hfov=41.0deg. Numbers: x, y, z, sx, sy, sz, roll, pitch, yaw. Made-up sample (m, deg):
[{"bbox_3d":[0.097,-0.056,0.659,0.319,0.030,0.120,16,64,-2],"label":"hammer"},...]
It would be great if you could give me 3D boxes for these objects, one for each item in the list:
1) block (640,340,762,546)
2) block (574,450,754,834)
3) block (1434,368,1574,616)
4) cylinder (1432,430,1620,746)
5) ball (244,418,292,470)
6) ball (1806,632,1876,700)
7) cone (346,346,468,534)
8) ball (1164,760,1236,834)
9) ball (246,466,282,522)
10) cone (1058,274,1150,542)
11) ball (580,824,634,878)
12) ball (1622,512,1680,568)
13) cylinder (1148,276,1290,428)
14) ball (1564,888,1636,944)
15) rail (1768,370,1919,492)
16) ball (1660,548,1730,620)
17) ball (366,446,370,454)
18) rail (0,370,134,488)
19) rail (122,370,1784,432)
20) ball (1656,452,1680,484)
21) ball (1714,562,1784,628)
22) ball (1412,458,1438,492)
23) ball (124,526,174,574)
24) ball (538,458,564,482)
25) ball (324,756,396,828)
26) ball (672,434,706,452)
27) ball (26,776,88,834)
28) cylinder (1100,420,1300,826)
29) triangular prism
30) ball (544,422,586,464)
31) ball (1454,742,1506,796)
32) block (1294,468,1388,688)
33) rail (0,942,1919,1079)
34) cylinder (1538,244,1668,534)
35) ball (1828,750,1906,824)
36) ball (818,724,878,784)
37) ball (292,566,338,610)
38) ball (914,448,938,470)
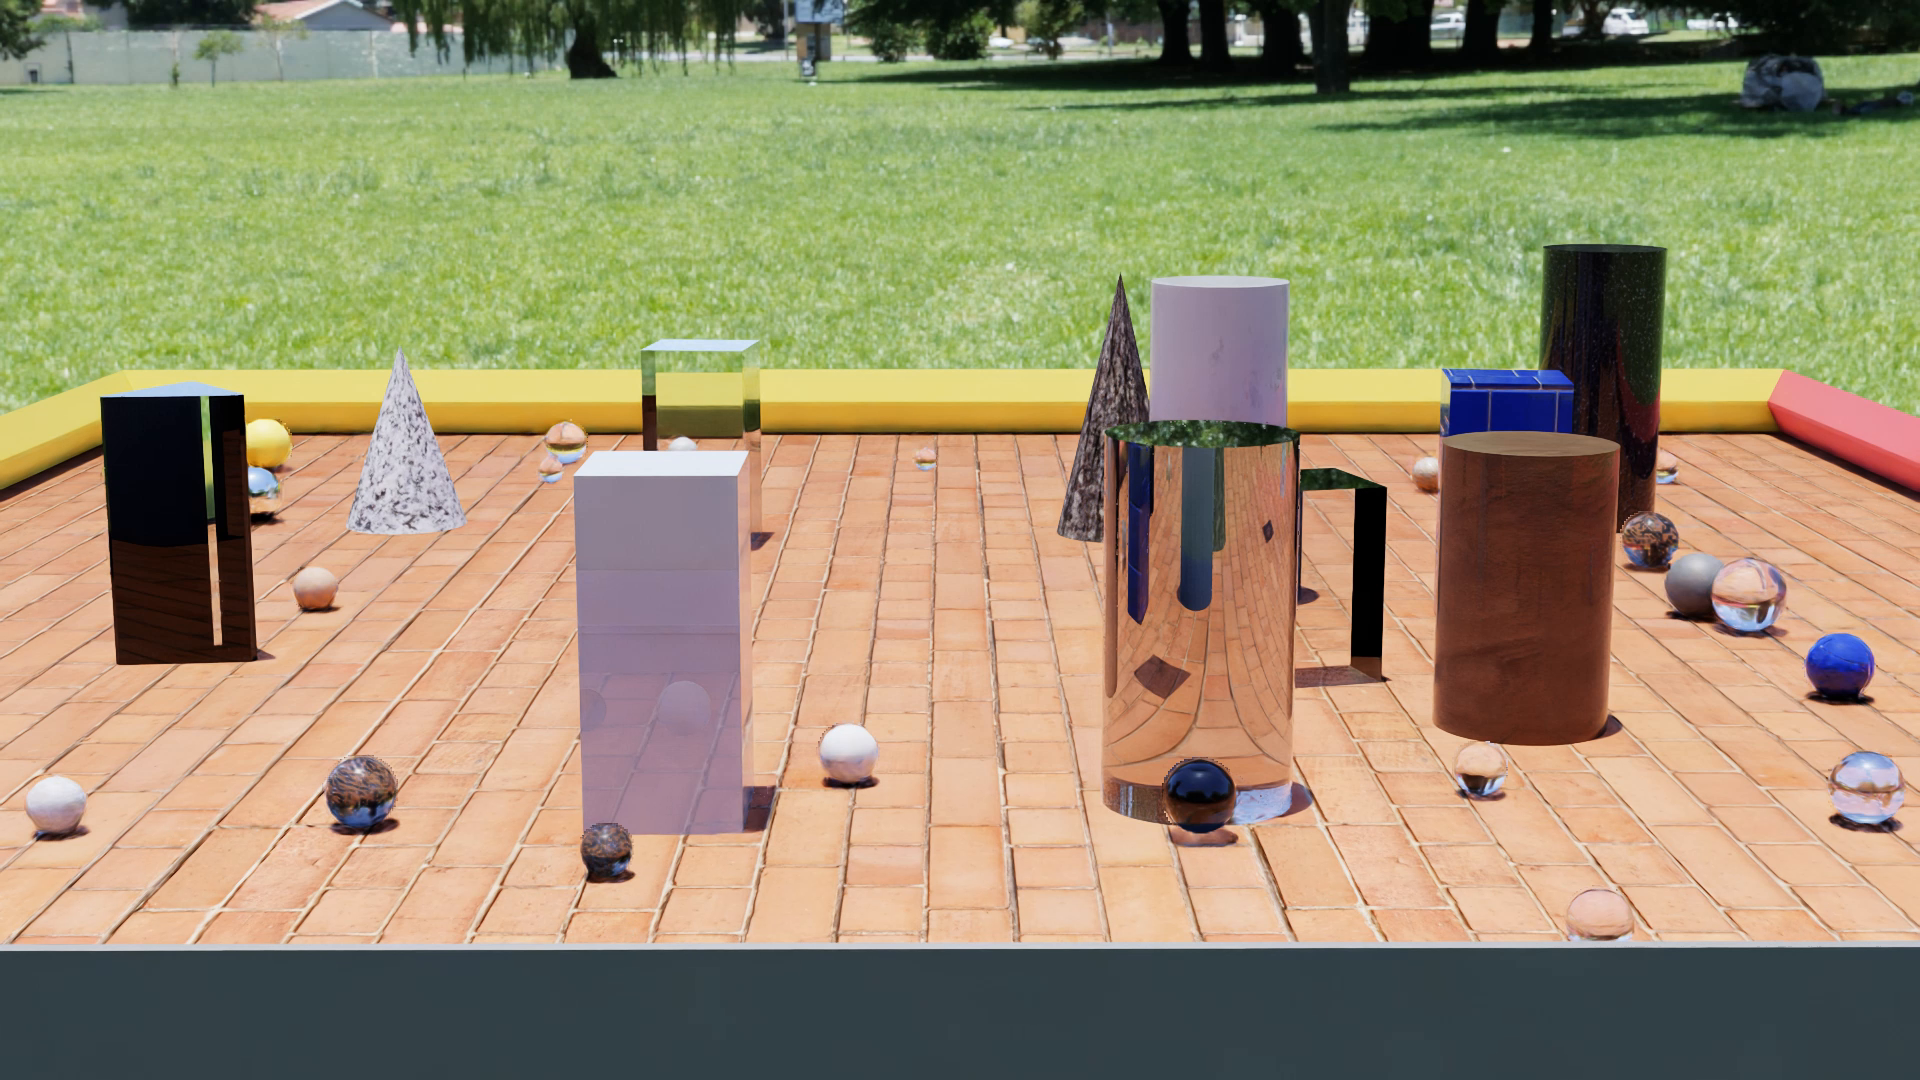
[{"bbox_3d":[-0.393,-0.147,3.924,0.153,0.304,0.153,1,11,5],"label":"block"},{"bbox_3d":[-0.284,0.097,2.496,0.153,0.347,0.153,0,11,-1],"label":"block"},{"bbox_3d":[0.705,-0.050,3.342,0.153,0.327,0.153,1,11,6],"label":"block"},{"bbox_3d":[0.624,0.050,2.835,0.191,0.316,0.191,0,11,0],"label":"cylinder"},{"bbox_3d":[-1.257,-0.173,4.639,0.093,0.093,0.093,0,11,0],"label":"ball"},{"bbox_3d":[1.019,0.146,2.971,0.077,0.077,0.077,0,11,0],"label":"ball"},{"bbox_3d":[-0.885,-0.168,4.078,0.191,0.288,0.191,0,11,0],"label":"cone"},{"bbox_3d":[0.228,0.243,2.435,0.069,0.069,0.069,0,11,0],"label":"ball"},{"bbox_3d":[-1.132,-0.073,4.114,0.089,0.089,0.089,0,11,0],"label":"ball"},{"bbox_3d":[0.247,-0.213,3.993,0.191,0.409,0.191,0,11,0],"label":"cone"},{"bbox_3d":[-0.320,0.282,2.323,0.047,0.047,0.047,0,11,0],"label":"ball"},{"bbox_3d":[1.007,0.000,3.742,0.081,0.081,0.081,0,11,0],"label":"ball"},{"bbox_3d":[0.358,-0.144,3.565,0.191,0.430,0.191,0,11,0],"label":"cylinder"},{"bbox_3d":[0.528,0.316,2.116,0.056,0.056,0.056,0,11,0],"label":"ball"},{"bbox_3d":[1.629,0.030,3.458,0.045,0.124,3.382,0,11,0],"label":"rail"},{"bbox_3d":[0.982,0.060,3.412,0.095,0.095,0.095,0,11,0],"label":"ball"},{"bbox_3d":[-1.045,-0.155,4.643,0.056,0.056,0.056,0,11,0],"label":"ball"},{"bbox_3d":[-1.629,0.034,3.440,0.045,0.124,3.382,0,11,0],"label":"rail"},{"bbox_3d":[-0.010,-0.273,5.088,3.306,0.124,0.045,0,11,0],"label":"rail"},{"bbox_3d":[1.229,-0.127,4.490,0.058,0.058,0.058,0,11,0],"label":"ball"},{"bbox_3d":[1.022,0.071,3.324,0.085,0.085,0.085,0,11,0],"label":"ball"},{"bbox_3d":[0.806,-0.112,4.403,0.060,0.060,0.060,0,11,0],"label":"ball"},{"bbox_3d":[-1.170,0.014,3.704,0.068,0.068,0.068,0,11,0],"label":"ball"},{"bbox_3d":[-0.717,-0.122,4.500,0.045,0.045,0.045,0,11,0],"label":"ball"},{"bbox_3d":[-0.578,0.243,2.474,0.068,0.068,0.068,0,11,0],"label":"ball"},{"bbox_3d":[-0.494,-0.164,4.677,0.061,0.061,0.061,0,11,0],"label":"ball"},{"bbox_3d":[-0.864,0.253,2.452,0.056,0.056,0.056,0,11,0],"label":"ball"},{"bbox_3d":[0.236,0.078,2.537,0.191,0.370,0.191,0,11,0],"label":"cylinder"},{"bbox_3d":[-0.959,-0.024,3.193,0.165,0.331,0.143,-1,11,-7],"label":"triangular prism"},{"bbox_3d":[-0.725,-0.179,4.716,0.077,0.077,0.077,0,11,0],"label":"ball"},{"bbox_3d":[0.524,0.230,2.583,0.053,0.053,0.053,0,11,0],"label":"ball"},{"bbox_3d":[0.407,0.044,3.084,0.153,0.236,0.153,-3,11,-15],"label":"block"},{"bbox_3d":[0.010,0.337,1.810,3.306,0.124,0.045,0,11,0],"label":"rail"},{"bbox_3d":[1.014,-0.243,4.073,0.191,0.439,0.191,0,11,0],"label":"cylinder"},{"bbox_3d":[0.878,0.240,2.484,0.071,0.071,0.071,0,11,0],"label":"ball"},{"bbox_3d":[-0.114,0.219,2.625,0.061,0.061,0.061,0,11,0],"label":"ball"},{"bbox_3d":[-0.869,0.065,3.456,0.058,0.058,0.058,0,11,0],"label":"ball"},{"bbox_3d":[-0.062,-0.145,4.634,0.041,0.041,0.041,0,11,0],"label":"ball"}]
